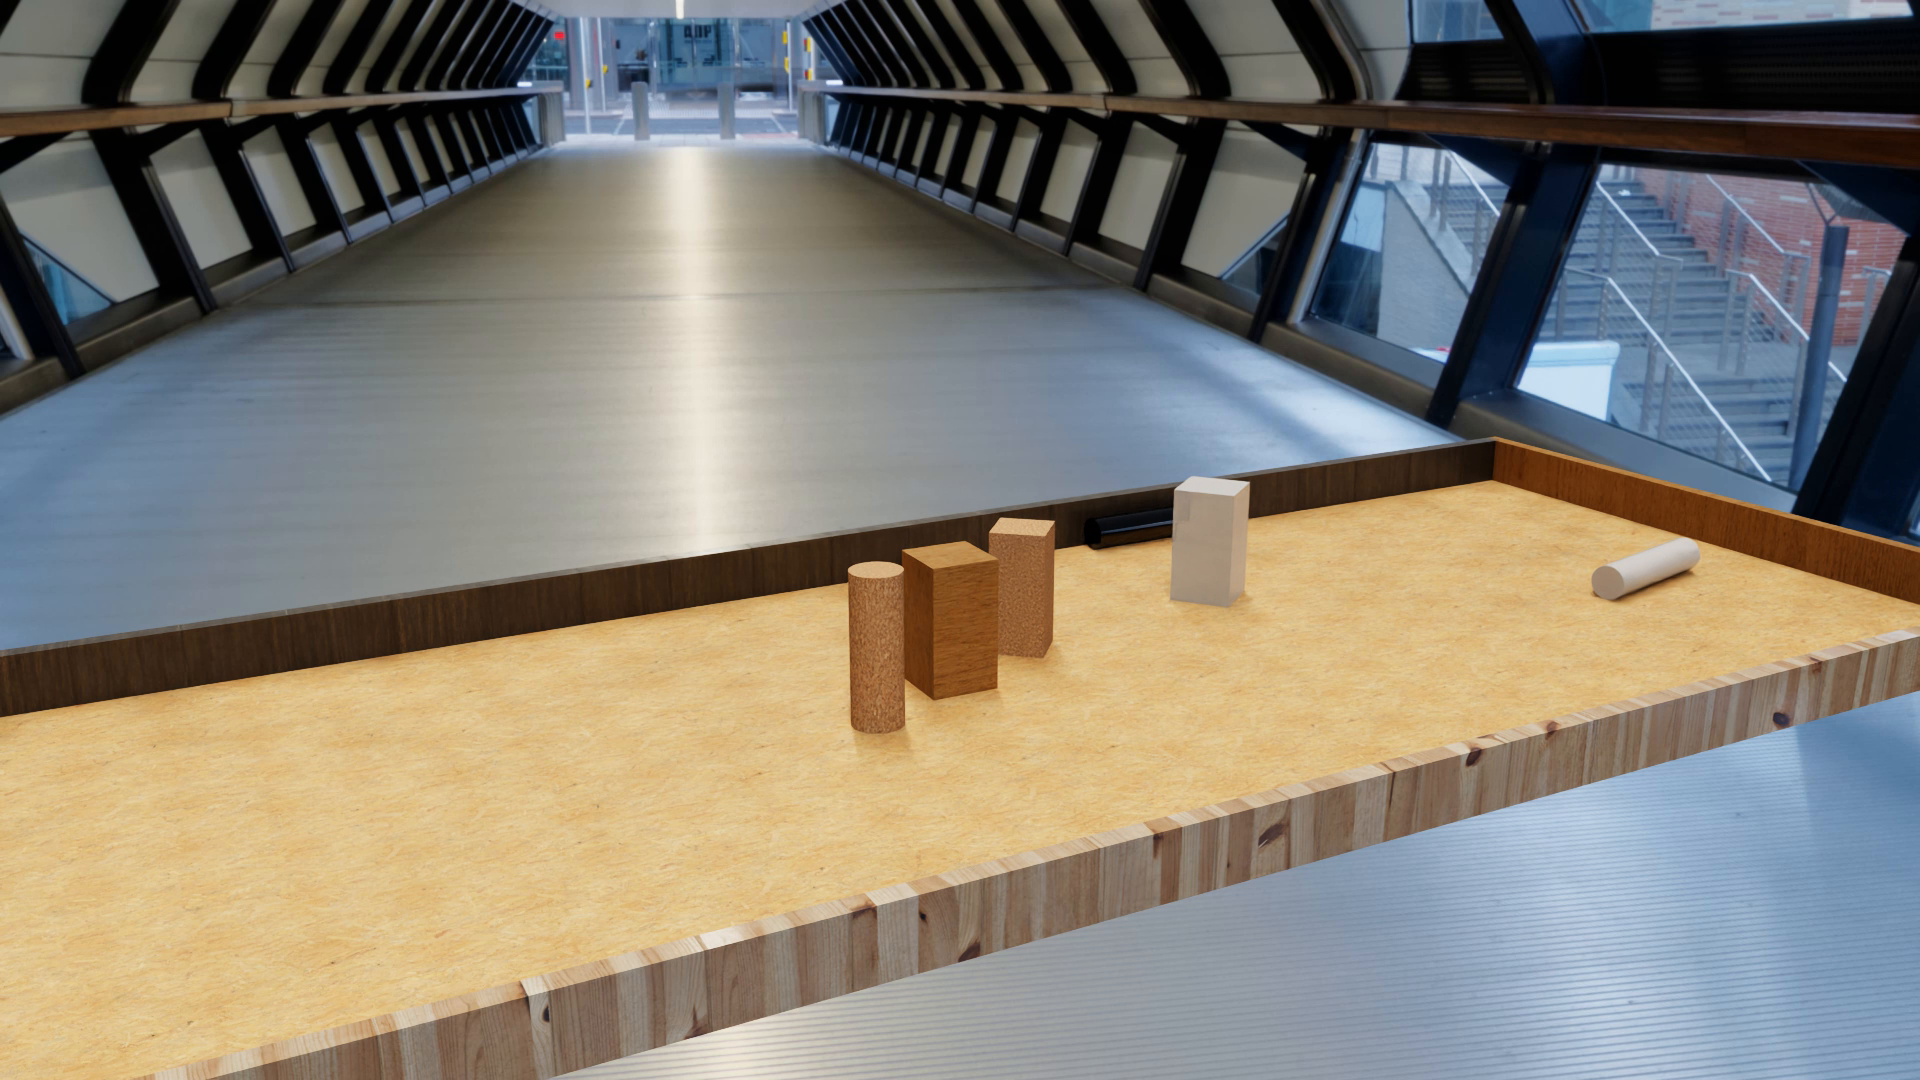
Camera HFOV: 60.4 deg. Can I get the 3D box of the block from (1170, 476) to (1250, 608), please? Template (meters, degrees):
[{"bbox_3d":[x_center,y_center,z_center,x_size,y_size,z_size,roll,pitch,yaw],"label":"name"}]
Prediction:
[{"bbox_3d":[0.722,0.003,4.762,0.174,0.329,0.174,7,18,23],"label":"block"}]

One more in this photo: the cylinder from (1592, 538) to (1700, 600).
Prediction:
[{"bbox_3d":[2.039,0.083,4.894,0.451,0.101,0.101,-13,21,-38],"label":"cylinder"}]

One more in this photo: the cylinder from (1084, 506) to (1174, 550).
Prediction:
[{"bbox_3d":[0.614,-0.048,5.340,0.439,0.101,0.101,-9,18,-27],"label":"cylinder"}]

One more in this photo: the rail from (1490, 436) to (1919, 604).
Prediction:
[{"bbox_3d":[2.466,-0.048,5.253,0.050,0.150,2.100,-9,18,-27],"label":"rail"}]

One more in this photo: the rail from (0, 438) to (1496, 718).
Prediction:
[{"bbox_3d":[-3.305,0.497,3.399,12.000,0.150,0.050,-9,18,-27],"label":"rail"}]

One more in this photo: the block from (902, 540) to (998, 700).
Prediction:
[{"bbox_3d":[-0.025,0.197,4.089,0.177,0.336,0.177,-8,18,-26],"label":"block"}]

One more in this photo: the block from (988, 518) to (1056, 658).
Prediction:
[{"bbox_3d":[0.162,0.125,4.341,0.147,0.332,0.147,4,17,12],"label":"block"}]

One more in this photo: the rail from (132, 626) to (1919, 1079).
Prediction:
[{"bbox_3d":[-2.336,1.006,1.665,12.000,0.150,0.050,-9,18,-27],"label":"rail"}]

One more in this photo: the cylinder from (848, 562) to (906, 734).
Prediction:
[{"bbox_3d":[-0.193,0.250,3.833,0.128,0.379,0.128,0,16,0],"label":"cylinder"}]
